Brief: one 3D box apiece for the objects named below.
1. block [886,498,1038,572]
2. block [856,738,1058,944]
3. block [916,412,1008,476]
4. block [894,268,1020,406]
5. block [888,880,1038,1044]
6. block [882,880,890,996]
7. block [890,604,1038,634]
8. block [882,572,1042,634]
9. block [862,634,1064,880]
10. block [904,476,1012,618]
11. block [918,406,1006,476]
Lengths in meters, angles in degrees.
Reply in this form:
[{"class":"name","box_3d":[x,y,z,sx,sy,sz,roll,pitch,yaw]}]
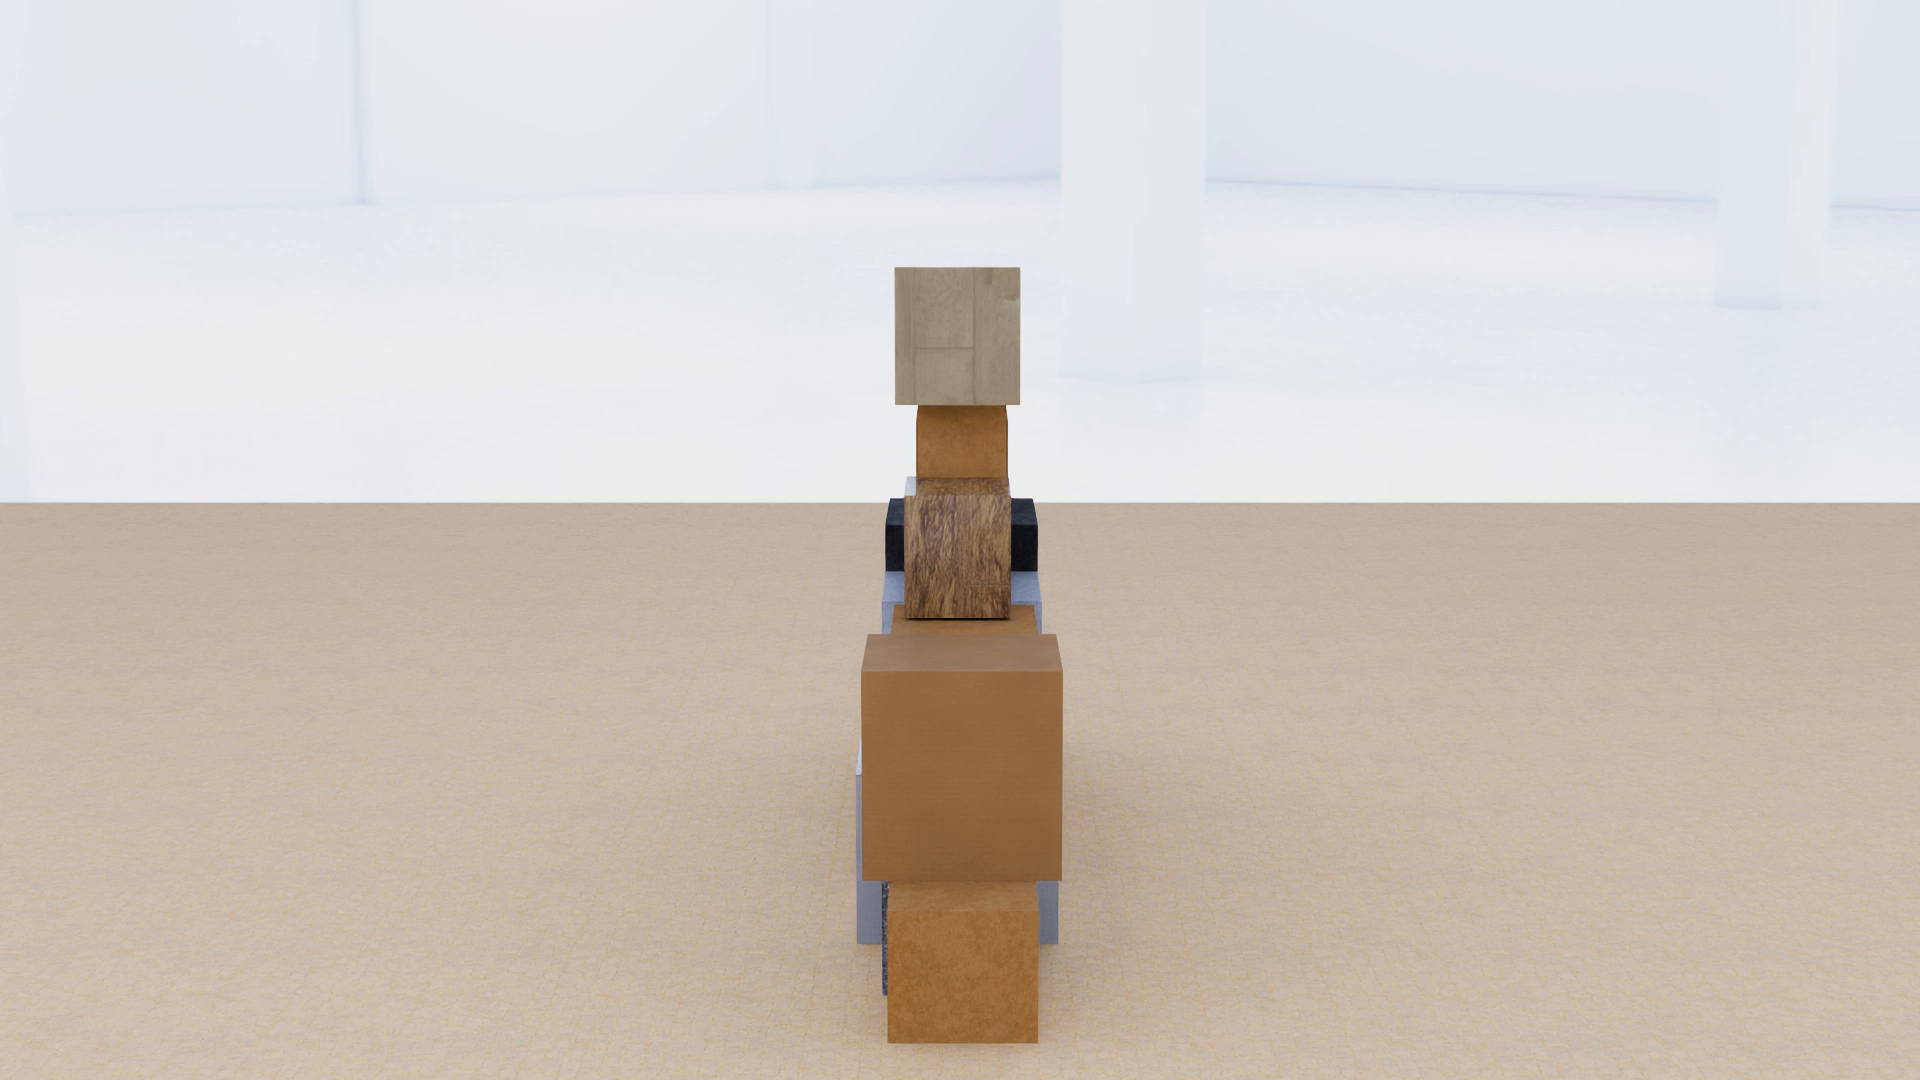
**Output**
[{"class":"block","box_3d":[0.007,0.265,11.998,0.688,0.811,0.780,0,10,0]},{"class":"block","box_3d":[-0.009,1.225,10.824,0.824,0.716,0.818,0,10,0]},{"class":"block","box_3d":[0.009,-0.325,11.603,0.409,0.485,0.382,0,10,0]},{"class":"block","box_3d":[-0.010,-0.884,11.069,0.529,0.579,0.588,0,6,0]},{"class":"block","box_3d":[0.011,1.554,9.605,0.551,0.505,0.489,0,10,0]},{"class":"block","box_3d":[-0.015,1.464,10.144,0.569,0.489,0.586,0,10,0]},{"class":"block","box_3d":[0.018,0.612,10.621,0.594,0.563,0.681,0,10,0]},{"class":"block","box_3d":[0.008,0.484,11.289,0.683,0.576,0.666,0,10,0]},{"class":"block","box_3d":[0.008,0.830,9.948,0.752,0.806,0.709,0,9,0]},{"class":"block","box_3d":[-0.010,0.023,10.784,0.438,0.511,0.515,0,10,0]},{"class":"block","box_3d":[0.008,-0.441,11.112,0.376,0.309,0.373,0,6,0]}]
